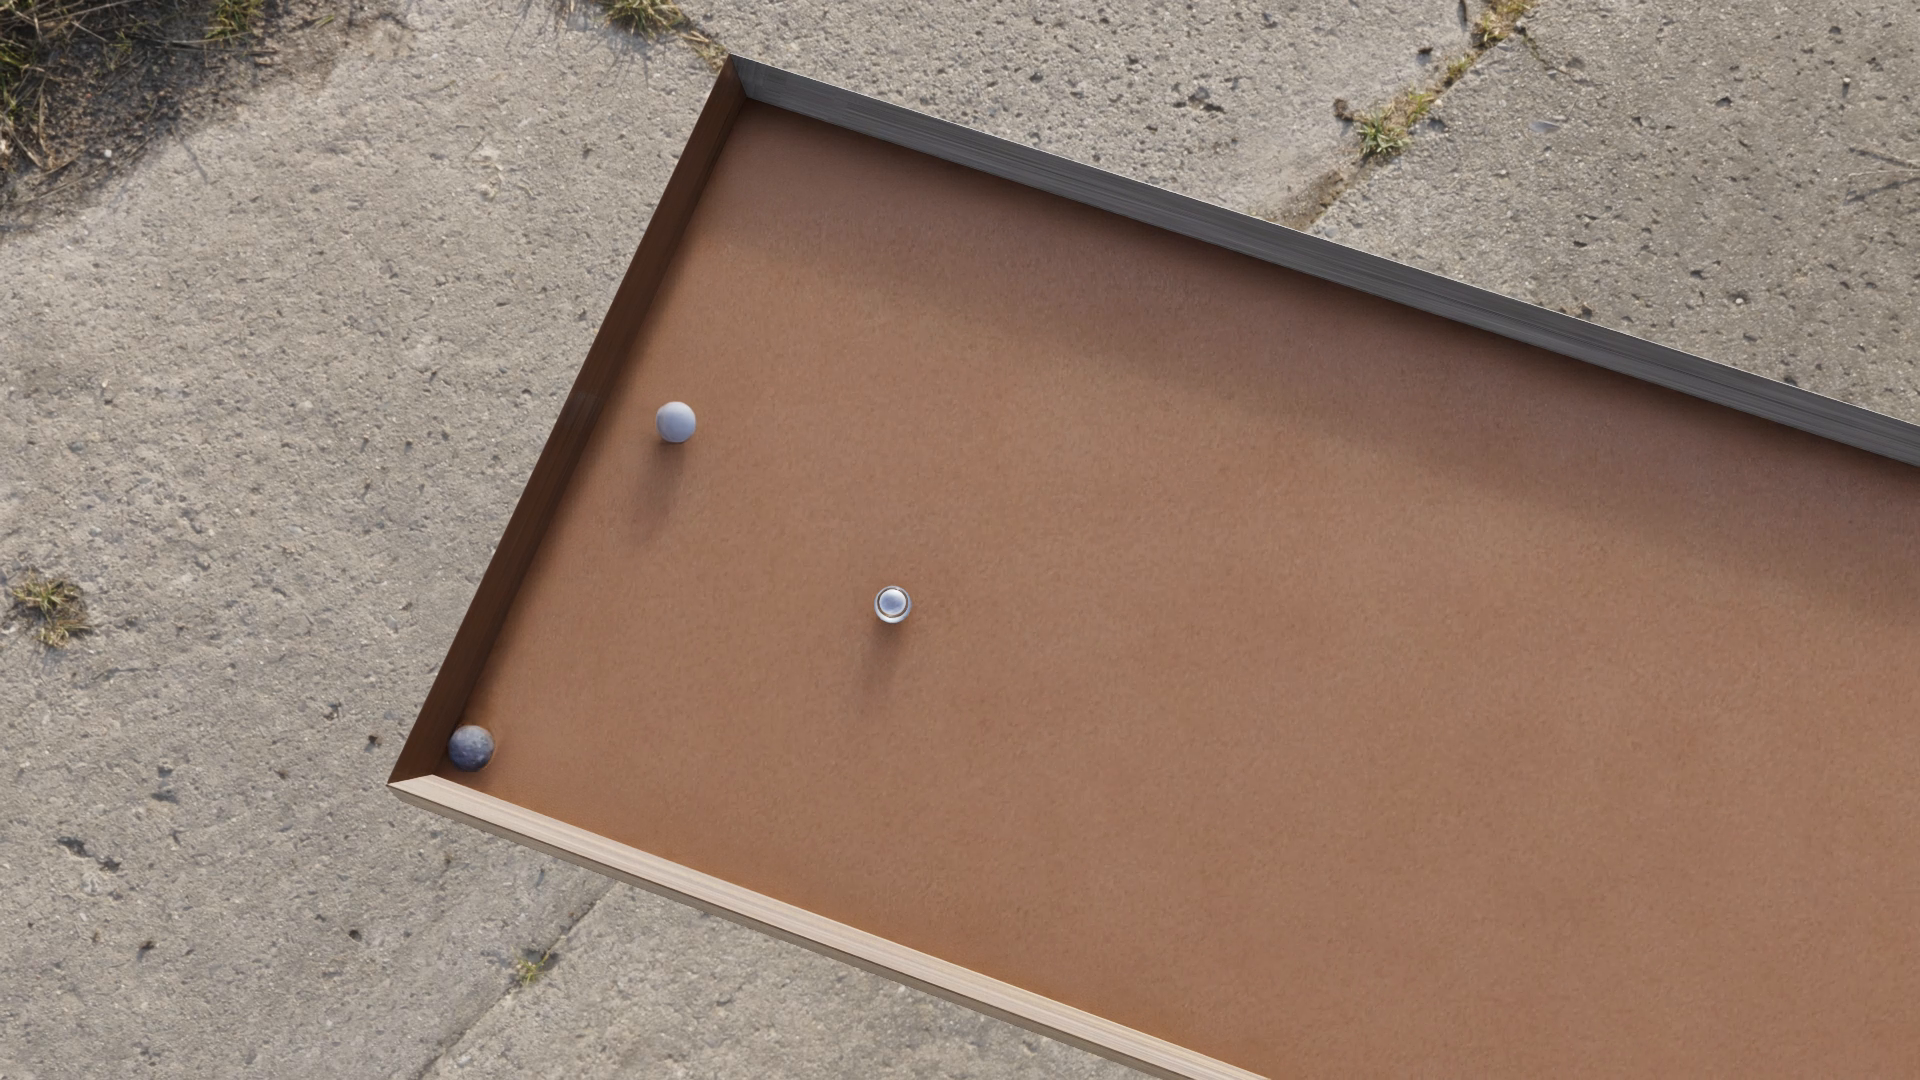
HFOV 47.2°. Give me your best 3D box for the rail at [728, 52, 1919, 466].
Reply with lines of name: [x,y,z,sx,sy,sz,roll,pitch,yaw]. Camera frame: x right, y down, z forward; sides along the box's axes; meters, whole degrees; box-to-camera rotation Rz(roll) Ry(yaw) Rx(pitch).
rail: [0.846,-0.370,3.597,2.650,0.088,0.045,19,70,7]

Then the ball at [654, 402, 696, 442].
ball: [-0.459,-0.190,3.541,0.066,0.066,0.066,0,69,0]

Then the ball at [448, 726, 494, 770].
ball: [-0.744,0.316,3.345,0.068,0.068,0.068,0,69,0]

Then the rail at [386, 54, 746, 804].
rail: [-0.601,-0.208,3.535,0.045,0.088,1.359,19,70,7]

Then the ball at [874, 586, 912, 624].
ball: [-0.105,0.101,3.433,0.059,0.059,0.059,0,69,0]

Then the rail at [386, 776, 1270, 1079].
rail: [0.399,0.781,3.154,2.650,0.088,0.045,19,70,7]
